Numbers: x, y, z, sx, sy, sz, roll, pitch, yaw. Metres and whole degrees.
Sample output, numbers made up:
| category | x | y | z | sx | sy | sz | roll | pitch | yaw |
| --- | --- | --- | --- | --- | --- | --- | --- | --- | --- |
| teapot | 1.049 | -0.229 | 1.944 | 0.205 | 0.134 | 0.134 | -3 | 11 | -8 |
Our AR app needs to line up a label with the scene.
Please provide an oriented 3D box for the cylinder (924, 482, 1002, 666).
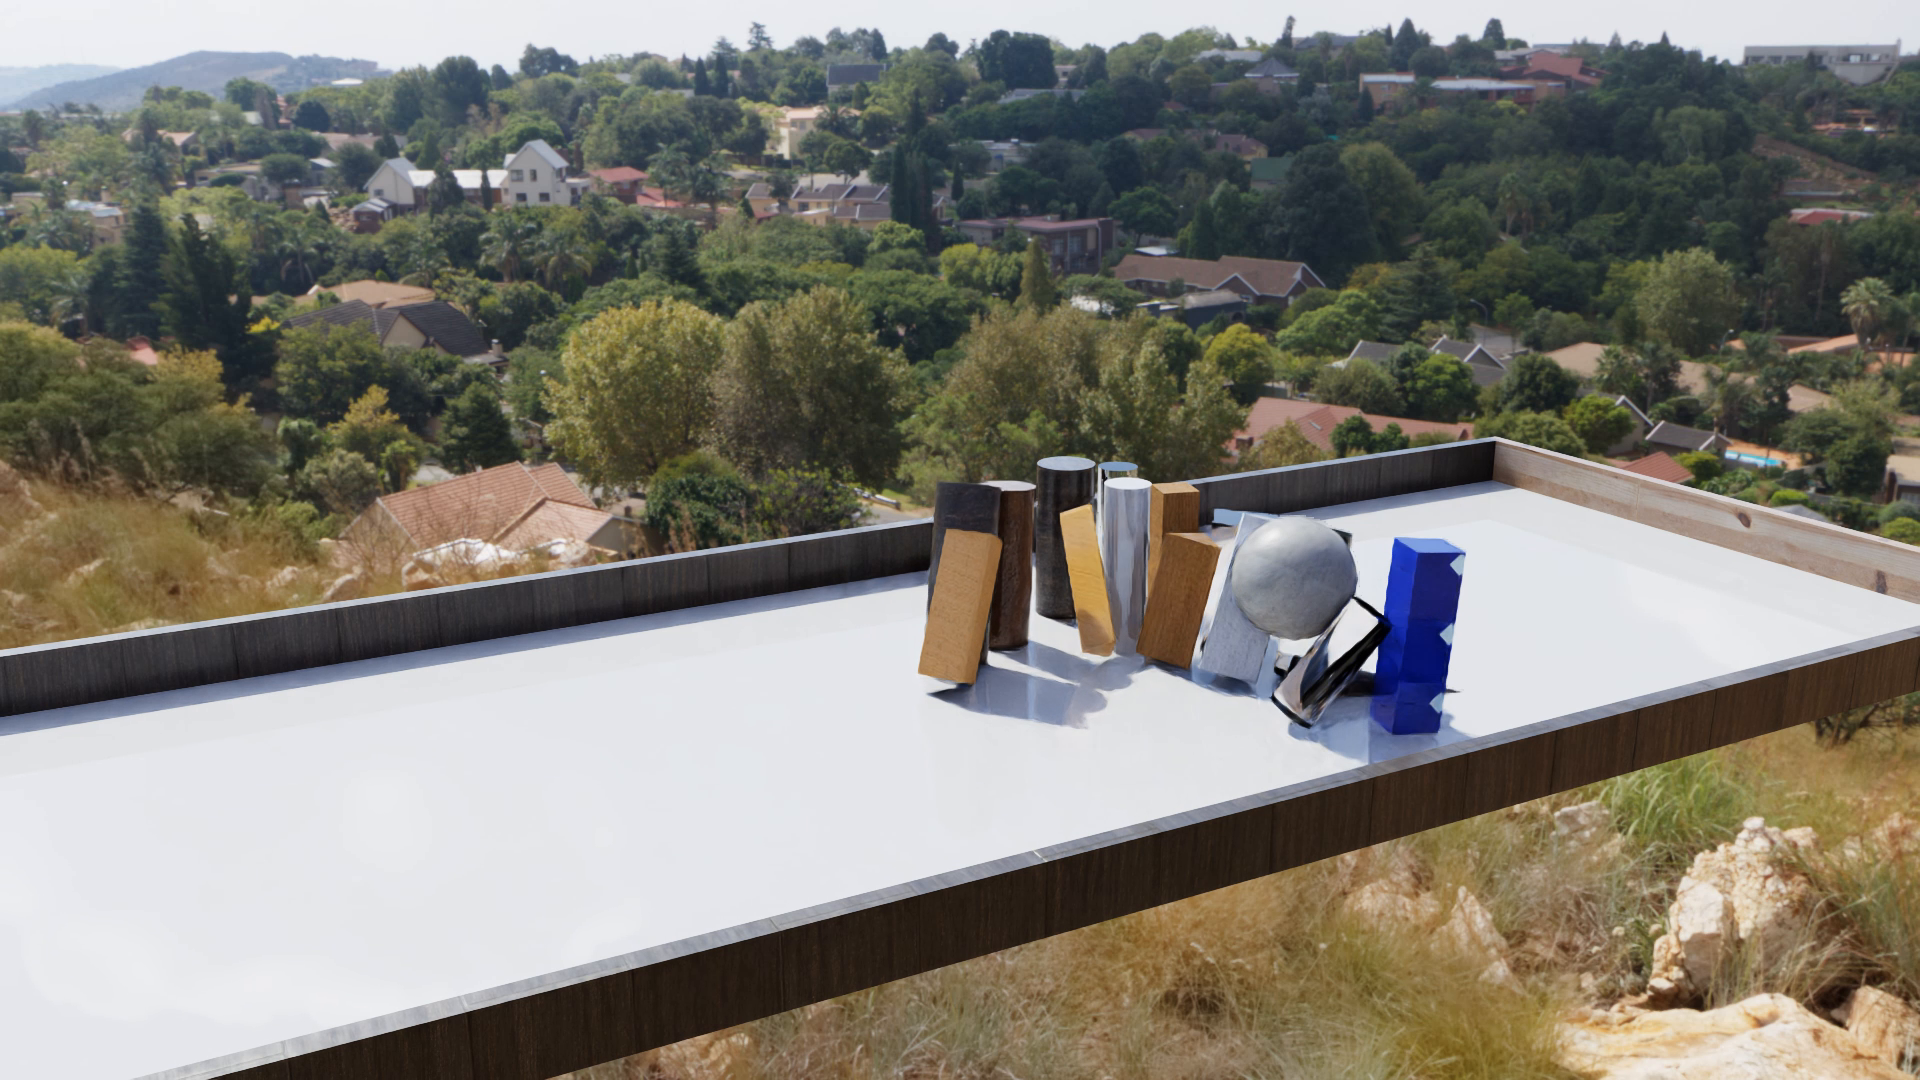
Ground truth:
| category | x | y | z | sx | sy | sz | roll | pitch | yaw |
| --- | --- | --- | --- | --- | --- | --- | --- | --- | --- |
| cylinder | 0.005 | 0.085 | 4.214 | 0.167 | 0.453 | 0.167 | 5 | 0 | 0 |

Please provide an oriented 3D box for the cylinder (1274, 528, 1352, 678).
| category | x | y | z | sx | sy | sz | roll | pitch | yaw |
| --- | --- | --- | --- | --- | --- | --- | --- | --- | --- |
| cylinder | 0.881 | 0.159 | 4.121 | 0.132 | 0.373 | 0.132 | 8 | 10 | -1 |

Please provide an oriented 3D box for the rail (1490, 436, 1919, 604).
| category | x | y | z | sx | sy | sz | roll | pitch | yaw |
| --- | --- | --- | --- | --- | --- | --- | --- | --- | --- |
| rail | 2.466 | -0.048 | 5.253 | 0.050 | 0.150 | 2.100 | -9 | 18 | -27 |

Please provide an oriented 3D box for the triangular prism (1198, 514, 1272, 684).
| category | x | y | z | sx | sy | sz | roll | pitch | yaw |
| --- | --- | --- | --- | --- | --- | --- | --- | --- | --- |
| triangular prism | 0.725 | 0.141 | 4.150 | 0.147 | 0.401 | 0.128 | 16 | 6 | 5 |

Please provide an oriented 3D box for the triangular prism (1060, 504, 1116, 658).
| category | x | y | z | sx | sy | sz | roll | pitch | yaw |
| --- | --- | --- | --- | --- | --- | --- | --- | --- | --- |
| triangular prism | 0.351 | 0.099 | 4.347 | 0.093 | 0.416 | 0.080 | 15 | -37 | -33 |

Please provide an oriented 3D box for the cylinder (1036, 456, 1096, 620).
| category | x | y | z | sx | sy | sz | roll | pitch | yaw |
| --- | --- | --- | --- | --- | --- | --- | --- | --- | --- |
| cylinder | 0.293 | -0.006 | 4.615 | 0.162 | 0.429 | 0.162 | 0 | 16 | 0 |

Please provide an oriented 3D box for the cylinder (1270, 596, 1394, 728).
| category | x | y | z | sx | sy | sz | roll | pitch | yaw |
| --- | --- | --- | --- | --- | --- | --- | --- | --- | --- |
| cylinder | 0.861 | 0.284 | 3.825 | 0.117 | 0.306 | 0.117 | 33 | 15 | -10 |

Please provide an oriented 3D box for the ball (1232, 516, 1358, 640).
| category | x | y | z | sx | sy | sz | roll | pitch | yaw |
| --- | --- | --- | --- | --- | --- | --- | --- | --- | --- |
| ball | 0.793 | 0.091 | 3.919 | 0.294 | 0.294 | 0.294 | 0 | 16 | 0 |

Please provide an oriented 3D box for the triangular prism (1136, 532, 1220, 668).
| category | x | y | z | sx | sy | sz | roll | pitch | yaw |
| --- | --- | --- | --- | --- | --- | --- | --- | --- | --- |
| triangular prism | 0.576 | 0.146 | 4.267 | 0.143 | 0.327 | 0.123 | 17 | 14 | 16 |

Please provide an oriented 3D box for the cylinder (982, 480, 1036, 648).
| category | x | y | z | sx | sy | sz | roll | pitch | yaw |
| --- | --- | --- | --- | --- | --- | --- | --- | --- | --- |
| cylinder | 0.120 | 0.064 | 4.371 | 0.144 | 0.422 | 0.144 | 2 | 12 | 0 |

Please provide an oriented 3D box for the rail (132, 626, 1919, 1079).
| category | x | y | z | sx | sy | sz | roll | pitch | yaw |
| --- | --- | --- | --- | --- | --- | --- | --- | --- | --- |
| rail | -2.336 | 1.006 | 1.665 | 12.000 | 0.150 | 0.050 | -9 | 18 | -27 |

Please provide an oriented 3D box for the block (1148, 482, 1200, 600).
| category | x | y | z | sx | sy | sz | roll | pitch | yaw |
| --- | --- | --- | --- | --- | --- | --- | --- | --- | --- |
| block | 0.594 | 0.030 | 4.608 | 0.105 | 0.364 | 0.105 | -4 | 17 | -13 |

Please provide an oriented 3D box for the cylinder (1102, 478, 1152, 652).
| category | x | y | z | sx | sy | sz | roll | pitch | yaw |
| --- | --- | --- | --- | --- | --- | --- | --- | --- | --- |
| cylinder | 0.435 | 0.067 | 4.339 | 0.122 | 0.445 | 0.122 | 0 | 16 | 0 |

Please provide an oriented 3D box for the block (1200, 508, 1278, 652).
| category | x | y | z | sx | sy | sz | roll | pitch | yaw |
| --- | --- | --- | --- | --- | --- | --- | --- | --- | --- |
| block | 0.733 | 0.112 | 4.330 | 0.166 | 0.348 | 0.166 | 6 | 15 | 9 |

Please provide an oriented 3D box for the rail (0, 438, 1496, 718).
| category | x | y | z | sx | sy | sz | roll | pitch | yaw |
| --- | --- | --- | --- | --- | --- | --- | --- | --- | --- |
| rail | -3.305 | 0.497 | 3.399 | 12.000 | 0.150 | 0.050 | -9 | 18 | -27 |

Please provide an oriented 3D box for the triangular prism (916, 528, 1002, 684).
| category | x | y | z | sx | sy | sz | roll | pitch | yaw |
| --- | --- | --- | --- | --- | --- | --- | --- | --- | --- |
| triangular prism | 0.027 | 0.170 | 4.089 | 0.150 | 0.368 | 0.130 | 7 | -6 | 43 |

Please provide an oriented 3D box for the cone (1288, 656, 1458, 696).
| category | x | y | z | sx | sy | sz | roll | pitch | yaw |
| --- | --- | --- | --- | --- | --- | --- | --- | --- | --- |
| cone | 1.033 | 0.355 | 4.054 | 0.437 | 0.103 | 0.103 | 6 | 16 | -5 |

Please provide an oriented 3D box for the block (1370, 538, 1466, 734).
| category | x | y | z | sx | sy | sz | roll | pitch | yaw |
| --- | --- | --- | --- | --- | --- | --- | --- | --- | --- |
| block | 1.055 | 0.222 | 3.812 | 0.118 | 0.438 | 0.118 | 0 | 16 | -12 |

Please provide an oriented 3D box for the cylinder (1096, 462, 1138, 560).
| category | x | y | z | sx | sy | sz | roll | pitch | yaw |
| --- | --- | --- | --- | --- | --- | --- | --- | --- | --- |
| cylinder | 0.460 | -0.041 | 4.853 | 0.116 | 0.362 | 0.116 | 0 | 16 | 0 |
